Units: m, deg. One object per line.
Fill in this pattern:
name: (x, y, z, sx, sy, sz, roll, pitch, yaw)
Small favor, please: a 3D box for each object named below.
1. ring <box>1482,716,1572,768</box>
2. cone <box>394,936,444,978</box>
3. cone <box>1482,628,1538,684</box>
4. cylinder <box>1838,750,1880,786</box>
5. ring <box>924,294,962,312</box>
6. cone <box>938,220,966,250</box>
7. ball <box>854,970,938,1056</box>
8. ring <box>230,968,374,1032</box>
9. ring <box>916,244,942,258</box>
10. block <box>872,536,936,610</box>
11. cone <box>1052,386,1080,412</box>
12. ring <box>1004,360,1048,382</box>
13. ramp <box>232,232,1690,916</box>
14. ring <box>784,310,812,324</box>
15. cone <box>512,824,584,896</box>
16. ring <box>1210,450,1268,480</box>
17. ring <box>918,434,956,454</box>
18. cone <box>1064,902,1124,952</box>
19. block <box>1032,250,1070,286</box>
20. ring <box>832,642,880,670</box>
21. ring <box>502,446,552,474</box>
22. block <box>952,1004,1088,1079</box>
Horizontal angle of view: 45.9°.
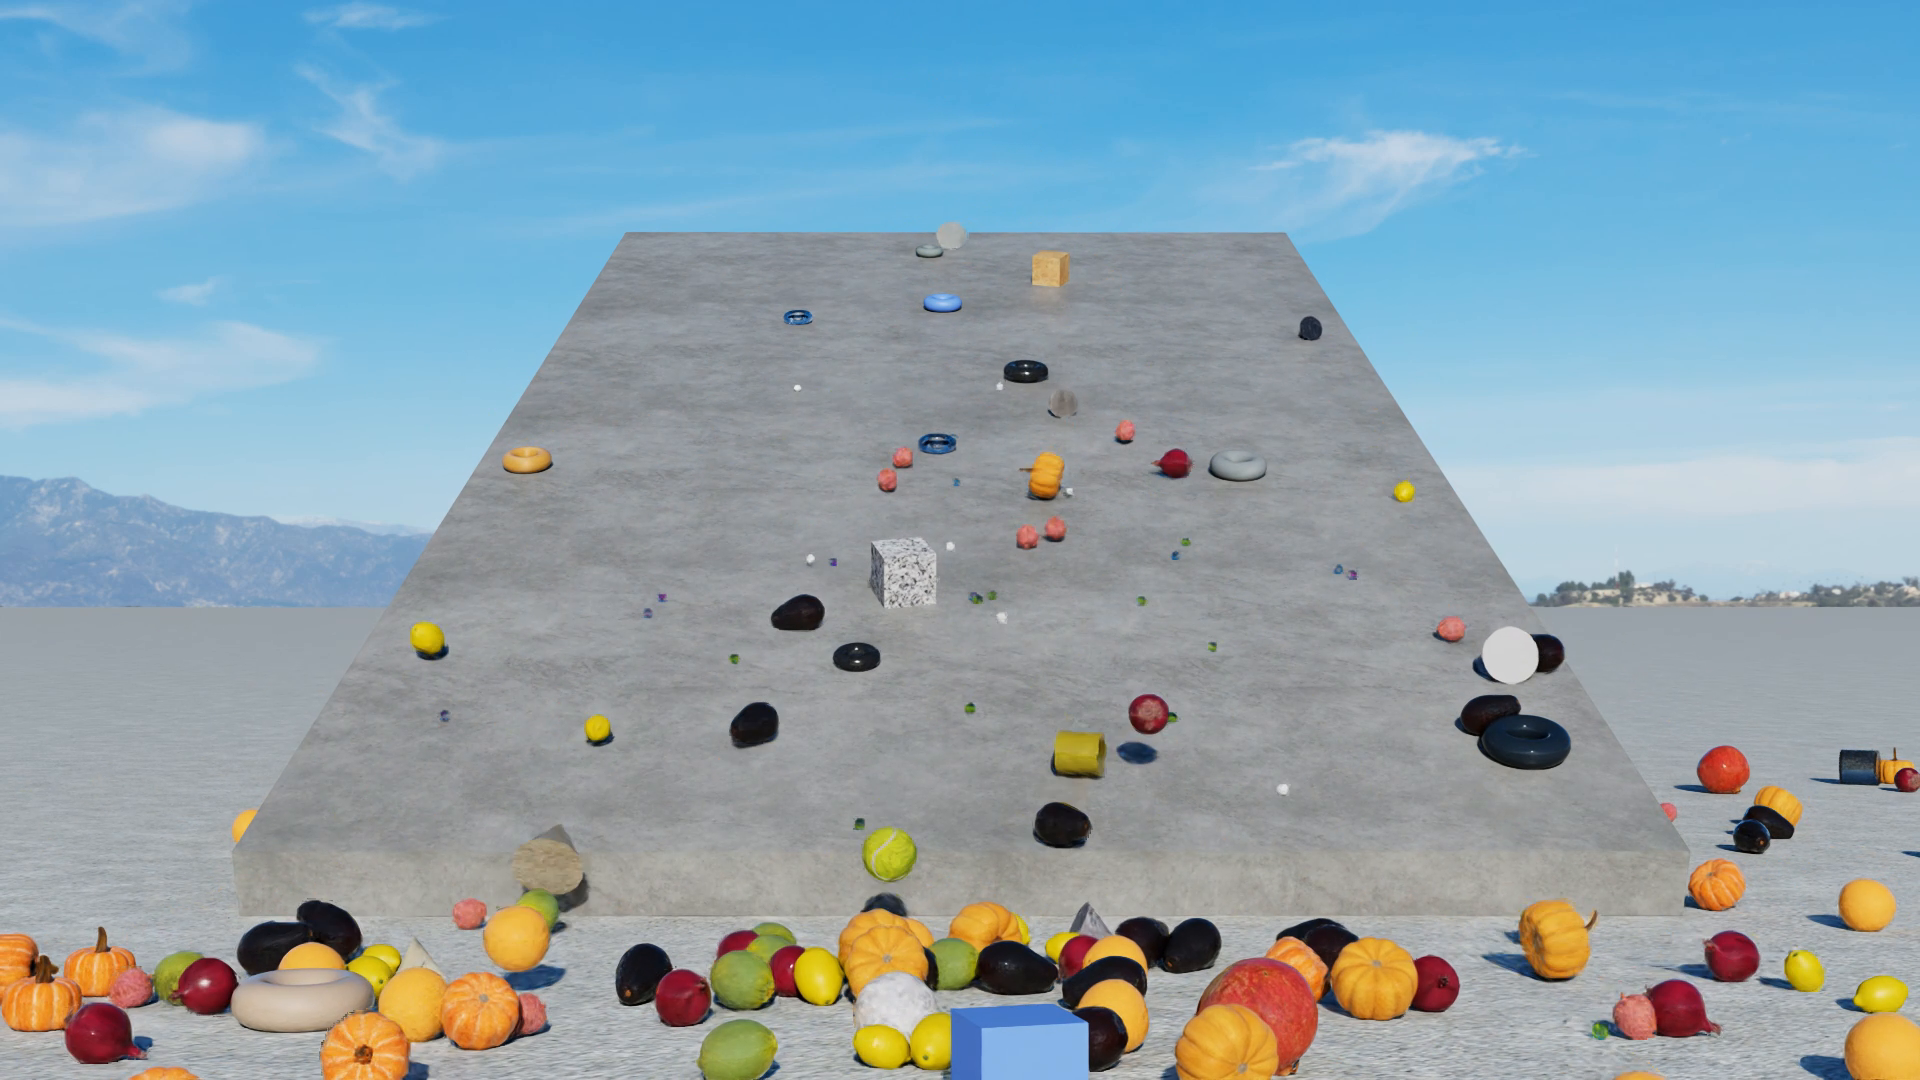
ring: (0.849, 0.302, 3.393, 0.131, 0.044, 0.131, -1, 21, 0)
cone: (-0.621, 0.496, 2.631, 0.053, 0.053, 0.053, 27, -6, -8)
cone: (0.886, 0.192, 3.700, 0.092, 0.092, 0.092, 0, -7, -3)
cylinder: (2.137, 0.540, 5.379, 0.083, 0.083, 0.083, -1, -2, 29)
ring: (-0.045, -0.625, 5.965, 0.102, 0.034, 0.102, 1, 19, 0)
cone: (-0.020, -0.888, 6.684, 0.087, 0.087, 0.087, 0, -7, 4)
ball: (-0.061, 0.455, 2.176, 0.081, 0.081, 0.081, 0, -2, 0)
ring: (-0.681, 0.477, 2.349, 0.144, 0.048, 0.144, 1, 0, 0)
ring: (-0.089, -0.837, 6.562, 0.080, 0.027, 0.080, 1, 20, 0)
block: (-0.099, 0.057, 3.990, 0.093, 0.093, 0.093, -5, 21, -15)
cone: (0.226, -0.300, 5.074, 0.065, 0.065, 0.065, 1, -29, -22)
ring: (0.155, -0.398, 5.336, 0.107, 0.036, 0.107, 1, 19, 0)
ramp: (-0.005, -0.206, 5.003, 2.000, 0.100, 4.000, 0, 20, 0)
ring: (-0.417, -0.574, 5.834, 0.076, 0.025, 0.076, -1, 21, 0)
cone: (-0.552, 0.415, 3.083, 0.097, 0.097, 0.097, 0, 30, 2)
ring: (0.572, -0.154, 4.657, 0.118, 0.039, 0.118, 1, 21, 0)
ring: (-0.048, -0.205, 4.814, 0.083, 0.028, 0.083, 1, 19, 0)
cone: (0.175, 0.498, 2.830, 0.068, 0.068, 0.068, 27, -4, -4)
block: (0.250, -0.748, 6.239, 0.079, 0.079, 0.079, 8, 21, 20)
ring: (-0.170, 0.192, 3.718, 0.079, 0.026, 0.079, -1, 21, 0)
ring: (-0.897, -0.166, 4.691, 0.103, 0.034, 0.103, -1, 21, 0)
block: (0.049, 0.442, 1.888, 0.091, 0.091, 0.091, 0, -2, -16)
